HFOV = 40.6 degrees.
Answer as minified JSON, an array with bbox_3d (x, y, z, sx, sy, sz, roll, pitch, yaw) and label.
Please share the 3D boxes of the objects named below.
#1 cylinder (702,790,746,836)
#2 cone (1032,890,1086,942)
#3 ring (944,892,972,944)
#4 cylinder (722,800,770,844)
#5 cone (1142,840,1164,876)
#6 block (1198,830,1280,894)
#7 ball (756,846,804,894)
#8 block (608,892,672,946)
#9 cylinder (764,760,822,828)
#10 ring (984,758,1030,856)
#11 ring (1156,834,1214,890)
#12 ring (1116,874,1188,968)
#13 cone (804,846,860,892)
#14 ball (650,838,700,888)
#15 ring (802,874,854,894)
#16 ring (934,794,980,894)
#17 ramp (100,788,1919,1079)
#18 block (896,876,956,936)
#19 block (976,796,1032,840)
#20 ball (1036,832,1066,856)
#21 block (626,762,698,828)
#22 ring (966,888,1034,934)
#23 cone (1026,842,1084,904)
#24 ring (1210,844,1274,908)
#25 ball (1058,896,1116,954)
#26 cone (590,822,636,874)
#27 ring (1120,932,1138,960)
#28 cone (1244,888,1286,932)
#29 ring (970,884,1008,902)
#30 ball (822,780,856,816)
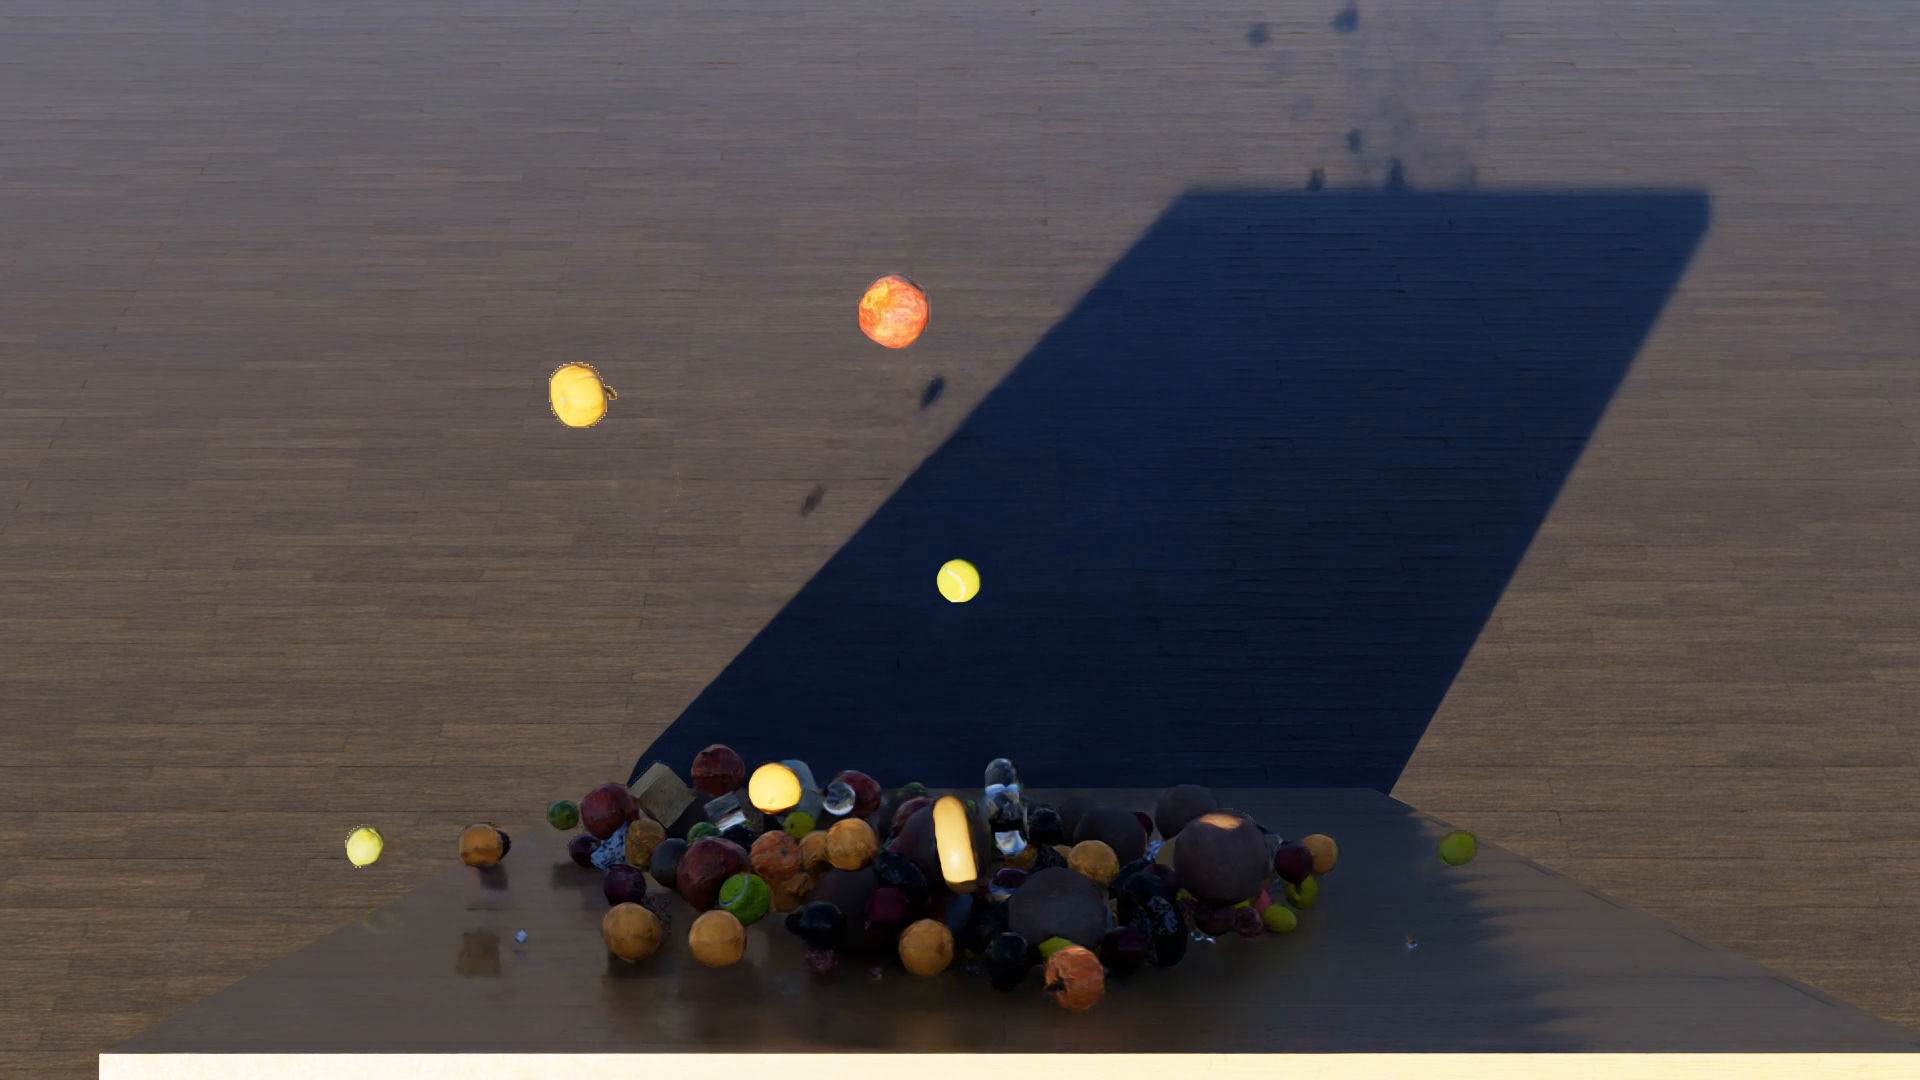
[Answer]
[{"bbox_3d":[-0.420,0.486,4.627,0.060,0.060,0.060,-26,39,-6],"label":"cylinder"},{"bbox_3d":[0.127,0.540,3.636,0.096,0.096,0.096,15,21,21],"label":"cone"},{"bbox_3d":[-0.002,0.500,3.445,0.025,0.075,0.075,17,34,-6],"label":"ring"},{"bbox_3d":[-0.435,0.565,5.210,0.082,0.082,0.082,-16,7,-23],"label":"cylinder"},{"bbox_3d":[0.334,0.576,4.512,0.078,0.078,0.078,24,40,31],"label":"cone"},{"bbox_3d":[0.467,0.540,4.343,0.099,0.099,0.099,1,-2,-31],"label":"block"},{"bbox_3d":[-0.299,0.549,4.316,0.081,0.081,0.081,0,34,0],"label":"ball"},{"bbox_3d":[-0.454,0.537,3.685,0.069,0.069,0.069,0,-5,13],"label":"block"},{"bbox_3d":[-0.289,0.440,4.492,0.086,0.086,0.086,-9,31,-13],"label":"cylinder"},{"bbox_3d":[0.069,0.390,3.805,0.048,0.145,0.145,-9,33,7],"label":"ring"},{"bbox_3d":[0.337,0.482,3.895,0.094,0.031,0.094,-16,47,18],"label":"ring"},{"bbox_3d":[0.253,0.502,3.422,0.044,0.131,0.131,-17,37,-27],"label":"ring"},{"bbox_3d":[-0.211,0.506,4.080,0.077,0.077,0.077,15,37,23],"label":"cone"},{"bbox_3d":[-0.485,0.549,4.408,0.086,0.086,0.086,0,34,0],"label":"ball"},{"bbox_3d":[-0.221,0.576,4.353,0.086,0.029,0.086,-3,-4,0],"label":"ring"},{"bbox_3d":[-0.004,0.386,3.299,0.043,0.130,0.130,-10,34,3],"label":"ring"},{"bbox_3d":[0.075,0.651,4.787,2.000,0.100,4.000,0,-1,0],"label":"ramp"},{"bbox_3d":[-0.048,0.539,3.830,0.077,0.077,0.077,0,-1,-16],"label":"block"},{"bbox_3d":[0.091,0.572,5.348,0.084,0.084,0.084,-1,-2,37],"label":"block"},{"bbox_3d":[0.160,0.538,4.541,0.052,0.052,0.052,0,34,0],"label":"ball"},{"bbox_3d":[-0.544,0.464,4.726,0.079,0.079,0.079,-46,19,-15],"label":"block"},{"bbox_3d":[0.059,0.540,3.782,0.123,0.123,0.041,-11,70,-16],"label":"ring"},{"bbox_3d":[0.124,0.451,3.638,0.083,0.083,0.083,-11,36,9],"label":"cone"},{"bbox_3d":[0.433,0.516,3.990,0.103,0.103,0.034,-6,9,-9],"label":"ring"},{"bbox_3d":[0.175,0.532,3.588,0.080,0.080,0.080,0,34,0],"label":"ball"},{"bbox_3d":[-0.608,0.540,4.644,0.086,0.086,0.086,18,15,-5],"label":"cone"},{"bbox_3d":[0.263,0.539,3.549,0.094,0.031,0.094,-23,16,7],"label":"ring"},{"bbox_3d":[0.453,0.547,3.859,0.062,0.062,0.062,0,-1,0],"label":"cone"},{"bbox_3d":[0.016,0.556,3.963,0.150,0.050,0.150,-1,-2,0],"label":"ring"},{"bbox_3d":[-0.209,0.445,4.475,0.060,0.060,0.060,0,34,0],"label":"ball"}]
